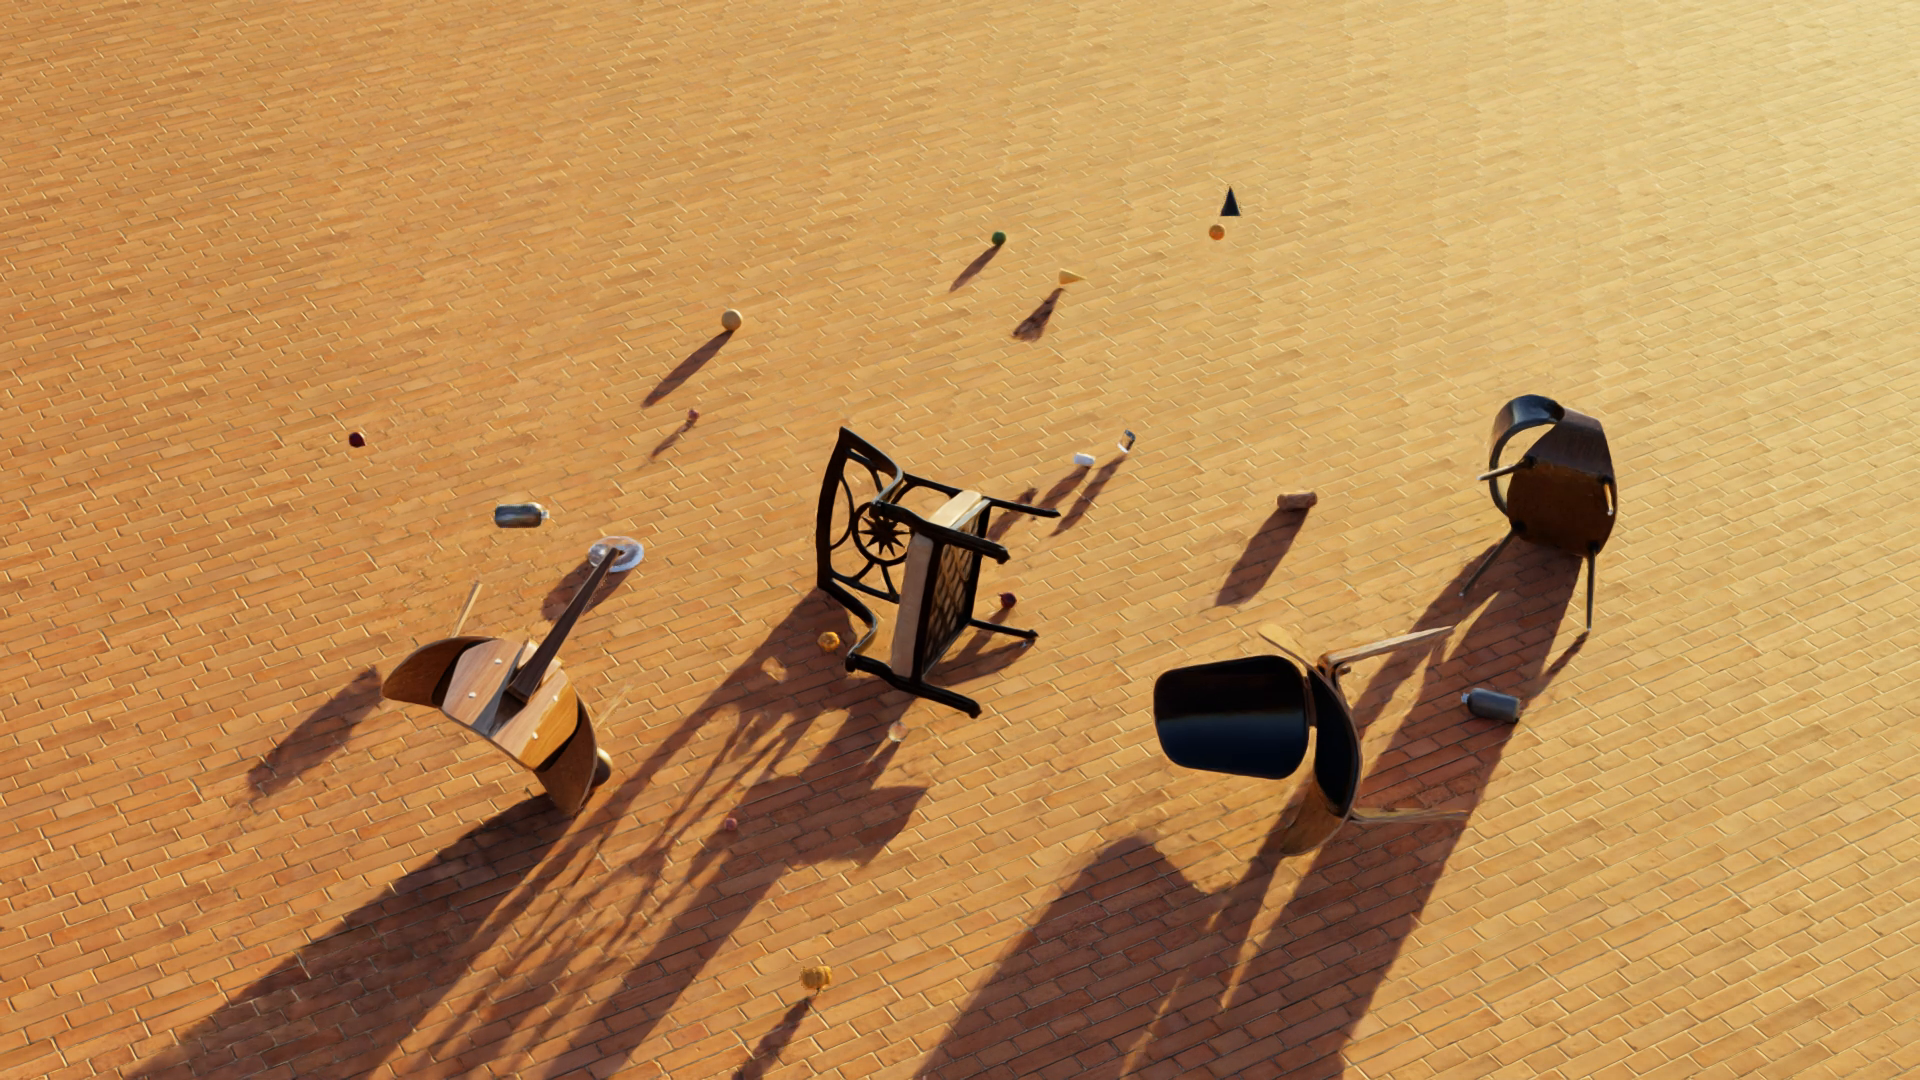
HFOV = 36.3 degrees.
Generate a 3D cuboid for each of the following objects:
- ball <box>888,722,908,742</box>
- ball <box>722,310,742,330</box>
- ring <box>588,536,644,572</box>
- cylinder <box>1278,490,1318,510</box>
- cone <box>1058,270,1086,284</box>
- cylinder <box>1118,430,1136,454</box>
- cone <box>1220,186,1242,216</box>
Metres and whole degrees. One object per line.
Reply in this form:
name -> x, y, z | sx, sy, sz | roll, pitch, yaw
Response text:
ball -> -0.209, 0.648, 9.898 | 0.069, 0.069, 0.069 | 0, 33, 0
ball -> -0.954, -0.920, 12.259 | 0.090, 0.090, 0.090 | 0, 33, 0
ring -> -1.269, 0.049, 10.827 | 0.207, 0.049, 0.213 | -4, 33, -4
cylinder -> 1.276, -0.152, 11.096 | 0.125, 0.065, 0.106 | -8, -7, -11
cone -> 0.494, -1.124, 12.562 | 0.134, 0.067, 0.065 | 8, 12, 37
cylinder -> 0.651, -0.385, 11.448 | 0.034, 0.073, 0.058 | -21, 58, -39
cone -> 1.100, -1.380, 11.910 | 0.090, 0.122, 0.082 | 1, 8, 10
